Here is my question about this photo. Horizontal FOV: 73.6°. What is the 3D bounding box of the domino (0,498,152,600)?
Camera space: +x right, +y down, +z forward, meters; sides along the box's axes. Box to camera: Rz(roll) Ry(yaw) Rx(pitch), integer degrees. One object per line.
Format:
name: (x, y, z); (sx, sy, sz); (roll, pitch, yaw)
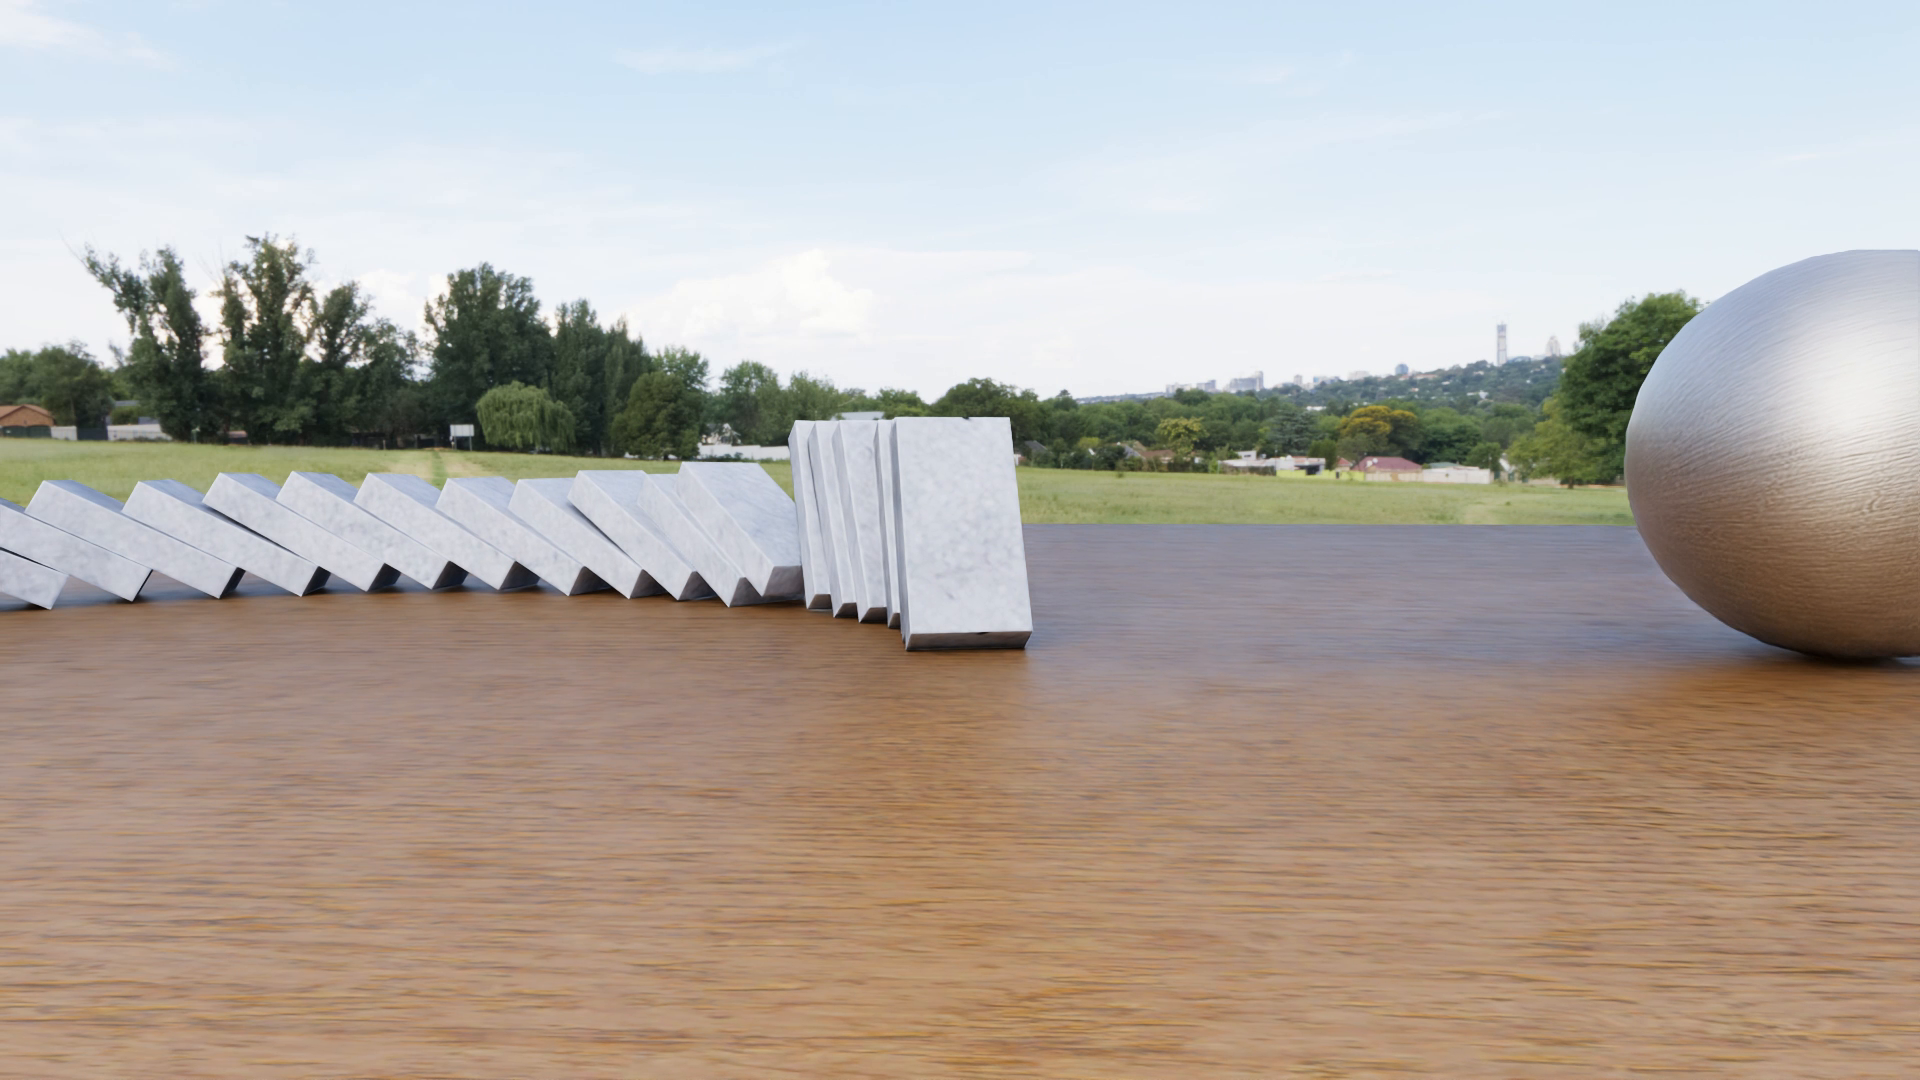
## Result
domino: (-0.243, 0.000, 0.342); (0.050, 0.010, 0.025); (31, -13, -27)

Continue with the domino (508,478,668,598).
domino: (-0.103, -0.001, 0.371); (0.050, 0.010, 0.025); (33, 17, 20)

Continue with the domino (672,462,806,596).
domino: (-0.054, -0.004, 0.348); (0.025, 0.010, 0.050); (-2, 36, -44)

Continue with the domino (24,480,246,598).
domino: (-0.226, 0.000, 0.355); (0.050, 0.010, 0.025); (29, -7, -20)

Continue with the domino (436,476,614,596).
domino: (-0.125, -0.002, 0.376); (0.050, 0.010, 0.025); (31, 12, 13)

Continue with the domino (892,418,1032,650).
domino: (0.000, -0.002, 0.273); (0.025, 0.050, 0.009); (-1, -25, -9)

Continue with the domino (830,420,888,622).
domino: (-0.015, -0.005, 0.316); (0.025, 0.050, 0.009); (-2, -24, -21)

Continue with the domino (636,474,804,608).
domino: (-0.065, -0.001, 0.355); (0.025, 0.010, 0.050); (-4, 37, -46)

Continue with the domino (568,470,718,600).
domino: (-0.085, -0.002, 0.364); (0.050, 0.009, 0.025); (38, 20, 24)

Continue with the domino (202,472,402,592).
domino: (-0.188, -0.003, 0.371); (0.050, 0.010, 0.025); (31, -2, -7)

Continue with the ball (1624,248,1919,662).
ball: (0.175, -0.016, 0.252); (0.080, 0.080, 0.080); (0, 4, 0)

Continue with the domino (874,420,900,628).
domino: (-0.006, -0.005, 0.306); (0.025, 0.050, 0.009); (-1, -25, -11)

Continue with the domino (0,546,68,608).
domino: (-0.257, 0.002, 0.326); (0.050, 0.010, 0.025); (31, -16, -36)

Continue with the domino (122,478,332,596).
domino: (-0.206, -0.001, 0.365); (0.050, 0.009, 0.025); (29, -3, -13)

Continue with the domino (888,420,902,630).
domino: (-0.002, -0.004, 0.295); (0.025, 0.050, 0.010); (-1, -25, -9)

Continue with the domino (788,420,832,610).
domino: (-0.029, -0.007, 0.335); (0.025, 0.050, 0.009); (0, -27, -21)

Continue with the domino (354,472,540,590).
domino: (-0.148, -0.003, 0.377); (0.050, 0.010, 0.025); (30, 4, 5)

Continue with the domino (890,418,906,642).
domino: (-0.001, -0.003, 0.284); (0.025, 0.050, 0.010); (0, -25, -9)

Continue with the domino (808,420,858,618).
domino: (-0.022, -0.006, 0.325); (0.025, 0.050, 0.010); (-2, -24, -21)

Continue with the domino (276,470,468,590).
domino: (-0.169, -0.003, 0.375); (0.050, 0.010, 0.025); (30, 0, -3)
